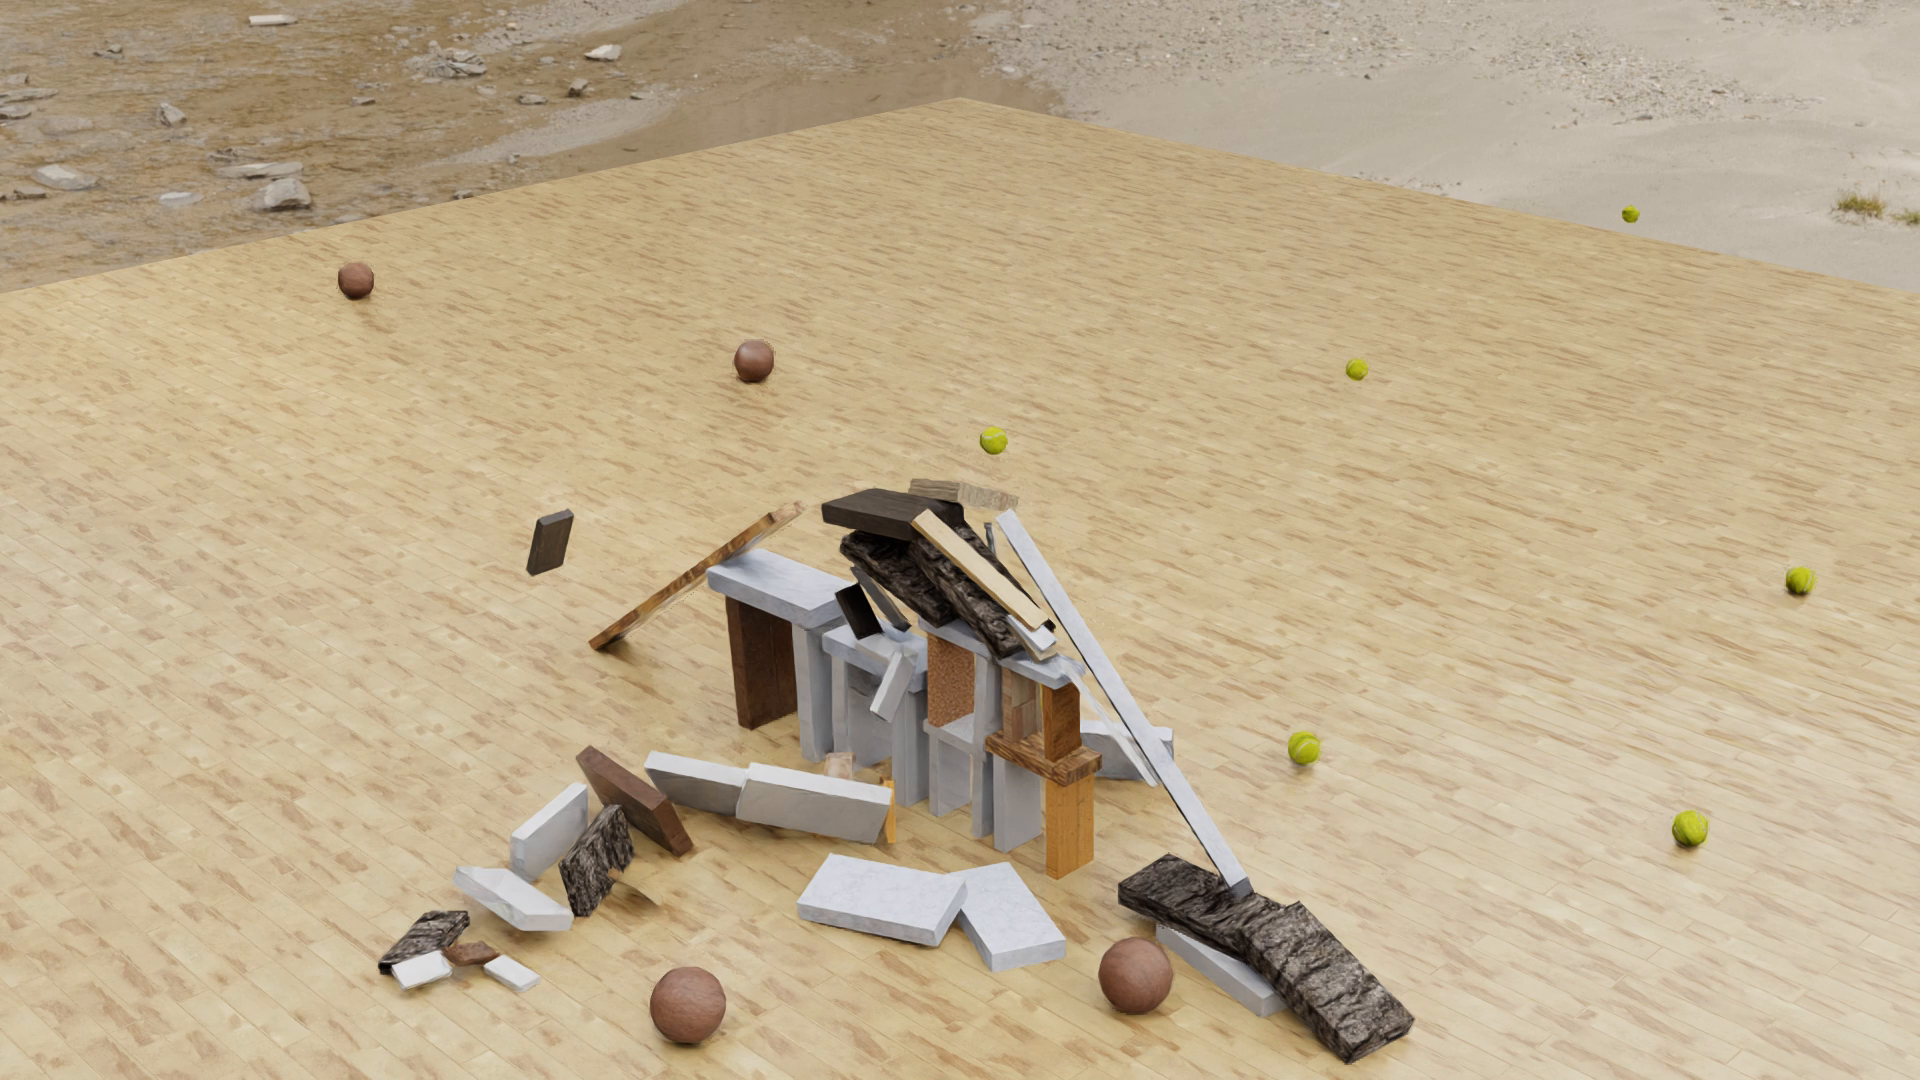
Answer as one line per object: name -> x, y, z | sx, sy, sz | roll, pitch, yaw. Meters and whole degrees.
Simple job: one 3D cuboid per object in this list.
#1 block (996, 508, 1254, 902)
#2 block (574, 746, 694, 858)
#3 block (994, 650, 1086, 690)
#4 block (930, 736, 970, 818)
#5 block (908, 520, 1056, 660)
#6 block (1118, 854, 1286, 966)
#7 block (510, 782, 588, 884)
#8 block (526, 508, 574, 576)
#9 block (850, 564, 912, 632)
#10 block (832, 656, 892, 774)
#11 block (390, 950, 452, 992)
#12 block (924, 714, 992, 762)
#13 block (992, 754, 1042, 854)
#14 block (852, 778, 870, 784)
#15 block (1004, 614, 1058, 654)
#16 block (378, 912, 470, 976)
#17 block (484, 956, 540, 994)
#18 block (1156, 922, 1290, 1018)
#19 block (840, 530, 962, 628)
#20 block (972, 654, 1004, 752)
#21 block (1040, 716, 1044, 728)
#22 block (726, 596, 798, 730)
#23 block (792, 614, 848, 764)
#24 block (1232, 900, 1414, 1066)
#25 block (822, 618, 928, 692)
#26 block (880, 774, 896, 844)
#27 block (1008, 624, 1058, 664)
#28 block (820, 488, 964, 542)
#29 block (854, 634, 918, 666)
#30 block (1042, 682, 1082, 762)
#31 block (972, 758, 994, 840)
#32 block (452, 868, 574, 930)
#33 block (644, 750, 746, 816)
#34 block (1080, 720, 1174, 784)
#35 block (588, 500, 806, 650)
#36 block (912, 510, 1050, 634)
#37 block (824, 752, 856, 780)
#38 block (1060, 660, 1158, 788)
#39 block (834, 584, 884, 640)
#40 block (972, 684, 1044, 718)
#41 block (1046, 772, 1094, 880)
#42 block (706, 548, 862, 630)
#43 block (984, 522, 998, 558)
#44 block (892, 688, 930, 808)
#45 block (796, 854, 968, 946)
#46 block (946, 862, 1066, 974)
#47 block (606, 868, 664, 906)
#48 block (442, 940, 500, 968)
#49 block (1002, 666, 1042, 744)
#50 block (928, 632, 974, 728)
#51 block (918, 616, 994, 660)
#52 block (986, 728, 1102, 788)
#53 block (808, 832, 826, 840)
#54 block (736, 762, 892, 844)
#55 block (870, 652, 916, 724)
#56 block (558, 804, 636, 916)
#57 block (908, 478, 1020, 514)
block -> 0.301, 0.297, 4.109 | 0.036, 0.127, 0.846 | -32, 66, 0
block -> -0.647, 0.517, 4.359 | 0.040, 0.140, 0.279 | -41, 40, -23
block -> 0.150, 0.233, 4.152 | 0.081, 0.023, 0.162 | -22, 31, -38
block -> -0.020, 0.462, 4.441 | 0.090, 0.181, 0.026 | -20, 31, -39
block -> 0.040, 0.094, 4.213 | 0.137, 0.039, 0.289 | -21, 61, -41
block -> 0.451, 0.671, 4.017 | 0.297, 0.042, 0.148 | 20, 30, 39
block -> -0.796, 0.572, 4.266 | 0.032, 0.112, 0.224 | 15, 27, 19
block -> -0.982, 0.007, 5.267 | 0.088, 0.175, 0.025 | -21, 57, -38
block -> -0.163, 0.118, 4.501 | 0.157, 0.022, 0.078 | 51, 3, 16
block -> -0.203, 0.347, 4.597 | 0.135, 0.271, 0.038 | -21, 31, -41
block -> -0.948, 0.758, 3.872 | 0.096, 0.014, 0.048 | -13, 56, -42
block -> 0.021, 0.384, 4.359 | 0.090, 0.026, 0.181 | -21, 30, -39
block -> 0.113, 0.499, 4.316 | 0.030, 0.209, 0.104 | 19, 30, 41
block -> -0.230, 0.523, 4.508 | 0.057, 0.016, 0.114 | 19, 30, 38
block -> 0.134, 0.168, 4.132 | 0.095, 0.014, 0.048 | 44, 44, 13
block -> -0.971, 0.730, 3.987 | 0.088, 0.025, 0.175 | -4, 21, 19
block -> -0.797, 0.772, 3.912 | 0.096, 0.014, 0.048 | 20, 26, 33
block -> 0.503, 0.745, 3.951 | 0.148, 0.042, 0.297 | -14, 27, -30
block -> -0.093, 0.062, 4.333 | 0.275, 0.039, 0.137 | 37, 39, 27
block -> 0.073, 0.300, 4.263 | 0.029, 0.202, 0.101 | 24, 33, 39
block -> 0.163, 0.418, 4.592 | 0.017, 0.140, 0.061 | 42, 1, 41
block -> -0.423, 0.241, 4.791 | 0.156, 0.312, 0.044 | -21, 26, -41
block -> -0.272, 0.300, 4.651 | 0.156, 0.312, 0.044 | -21, 27, -40
block -> 0.627, 0.761, 3.801 | 0.148, 0.042, 0.297 | -16, 45, -34
block -> -0.139, 0.229, 4.477 | 0.135, 0.038, 0.271 | -21, 31, -40
block -> -0.142, 0.530, 4.335 | 0.018, 0.124, 0.062 | -3, 5, -9
block -> 0.136, 0.188, 4.135 | 0.048, 0.014, 0.095 | -20, 63, -41
block -> -0.134, -0.052, 4.326 | 0.137, 0.039, 0.274 | -19, 20, -38
block -> -0.149, 0.223, 4.420 | 0.062, 0.018, 0.124 | -19, 30, -38
block -> 0.192, 0.330, 4.159 | 0.023, 0.162, 0.081 | 17, 30, 39
block -> 0.065, 0.495, 4.362 | 0.026, 0.181, 0.090 | 22, 32, 39
block -> -0.824, 0.661, 4.052 | 0.224, 0.032, 0.112 | 22, 7, 41
block -> -0.478, 0.499, 4.400 | 0.290, 0.140, 0.040 | 9, 56, 22
block -> 0.313, 0.436, 4.563 | 0.255, 0.127, 0.036 | 5, 41, 11
block -> -0.596, 0.088, 4.874 | 0.088, 0.025, 0.844 | -24, -5, -42
block -> 0.037, 0.058, 4.157 | 0.314, 0.014, 0.048 | 42, 47, 11
block -> -0.250, 0.485, 4.476 | 0.057, 0.016, 0.114 | -4, 54, 17
block -> 0.273, 0.336, 4.025 | 0.014, 0.280, 0.048 | -37, -13, 2
block -> -0.206, 0.149, 4.491 | 0.057, 0.114, 0.016 | -21, -9, -41
block -> 0.027, 0.371, 4.836 | 0.379, 0.040, 0.142 | 14, 27, 30
block -> 0.212, 0.538, 4.225 | 0.030, 0.209, 0.104 | 20, 30, 41
block -> -0.373, 0.100, 4.662 | 0.312, 0.044, 0.156 | 19, 30, 38
block -> 0.063, 0.012, 4.349 | 0.014, 0.095, 0.048 | -9, 1, 4
block -> -0.075, 0.397, 4.479 | 0.135, 0.271, 0.038 | -21, 31, -41
block -> -0.144, 0.666, 4.081 | 0.283, 0.040, 0.142 | 7, 36, 24
block -> 0.075, 0.695, 4.071 | 0.142, 0.040, 0.283 | -8, 24, -19
block -> -0.609, 0.649, 4.123 | 0.121, 0.061, 0.017 | 9, 60, 53
block -> -0.874, 0.739, 3.927 | 0.048, 0.014, 0.096 | 28, 13, 30
block -> 0.119, 0.303, 4.224 | 0.081, 0.162, 0.023 | -23, 32, -39
block -> -0.018, 0.261, 4.356 | 0.101, 0.202, 0.029 | -21, 30, -40
block -> 0.023, 0.172, 4.268 | 0.101, 0.029, 0.202 | -21, 30, -39
block -> 0.160, 0.408, 4.225 | 0.209, 0.030, 0.104 | 21, 31, 40
block -> -0.292, 0.560, 4.419 | 0.061, 0.017, 0.122 | -14, 27, -30
block -> -0.285, 0.511, 4.268 | 0.279, 0.140, 0.040 | 12, 48, -9
block -> -0.132, 0.290, 4.303 | 0.018, 0.124, 0.062 | 15, -18, 31
block -> -0.688, 0.608, 4.179 | 0.032, 0.112, 0.224 | -6, 20, 18
block -> 0.005, -0.088, 4.361 | 0.127, 0.036, 0.255 | 13, -2, -23
